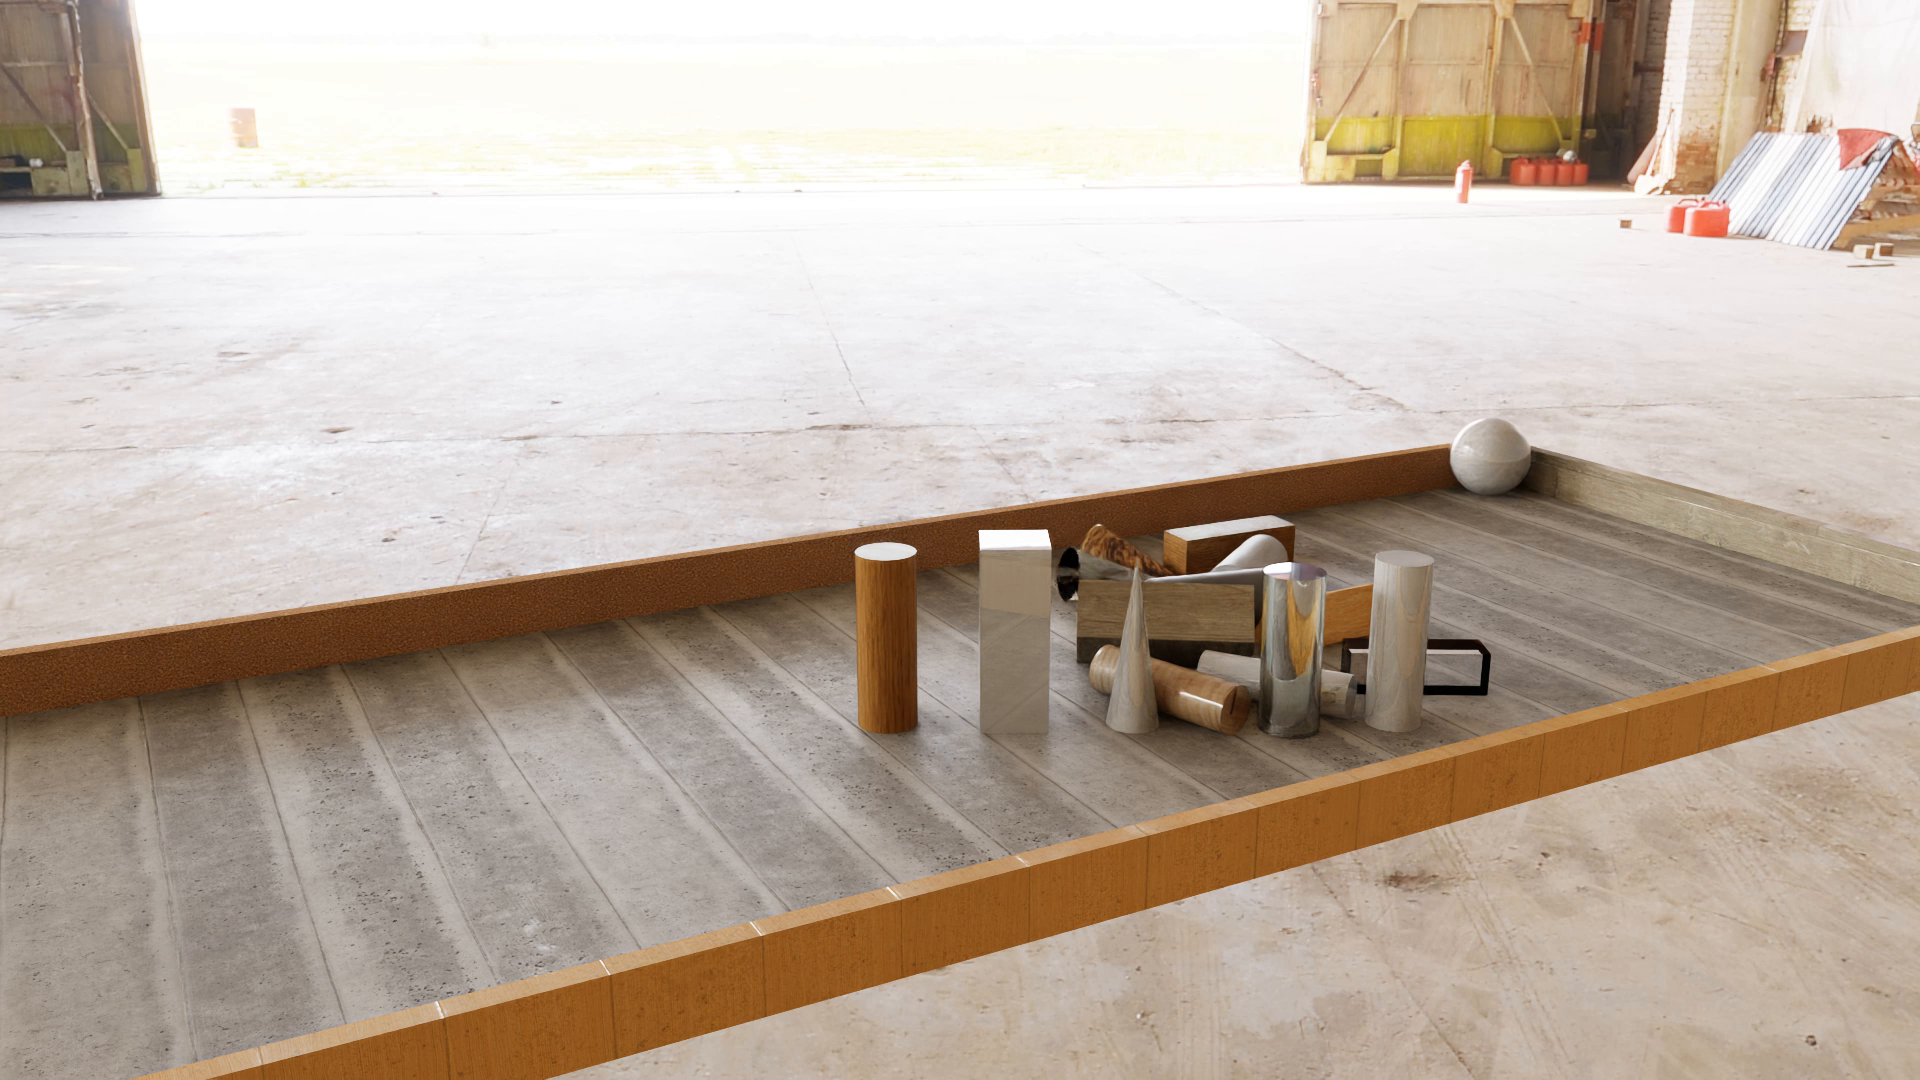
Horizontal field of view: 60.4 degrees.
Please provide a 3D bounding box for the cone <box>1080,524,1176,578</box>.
[{"bbox_3d":[0.543,0.076,4.975,0.344,0.137,0.137,22,25,27],"label":"cone"}]

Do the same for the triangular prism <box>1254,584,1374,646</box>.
[{"bbox_3d":[0.974,0.201,4.446,0.364,0.120,0.139,-9,19,-29],"label":"triangular prism"}]

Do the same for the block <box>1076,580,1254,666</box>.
[{"bbox_3d":[0.523,0.216,4.219,0.442,0.160,0.160,2,-28,5],"label":"block"}]

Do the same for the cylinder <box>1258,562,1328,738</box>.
[{"bbox_3d":[0.766,0.255,3.808,0.142,0.380,0.142,-1,16,0],"label":"cylinder"}]

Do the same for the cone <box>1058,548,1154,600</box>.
[{"bbox_3d":[0.486,0.119,4.814,0.374,0.154,0.154,7,13,-20],"label":"cone"}]

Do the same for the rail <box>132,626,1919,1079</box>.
[{"bbox_3d":[-2.336,1.006,1.665,12.000,0.150,0.050,-9,18,-27],"label":"rail"}]

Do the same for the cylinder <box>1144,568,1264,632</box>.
[{"bbox_3d":[0.680,0.175,4.457,0.351,0.171,0.171,-5,17,-16],"label":"cylinder"}]

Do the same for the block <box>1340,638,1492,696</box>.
[{"bbox_3d":[1.128,0.314,4.095,0.339,0.108,0.108,0,16,1],"label":"block"}]

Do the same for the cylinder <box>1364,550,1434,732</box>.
[{"bbox_3d":[1.021,0.235,3.842,0.131,0.402,0.131,0,16,0],"label":"cylinder"}]

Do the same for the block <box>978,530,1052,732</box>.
[{"bbox_3d":[0.125,0.213,3.845,0.159,0.443,0.159,0,16,-1],"label":"block"}]

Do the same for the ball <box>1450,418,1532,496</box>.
[{"bbox_3d":[1.891,-0.298,5.877,0.276,0.276,0.276,0,16,0],"label":"ball"}]

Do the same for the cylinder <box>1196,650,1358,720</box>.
[{"bbox_3d":[0.762,0.347,3.982,0.367,0.108,0.108,8,18,26],"label":"cylinder"}]

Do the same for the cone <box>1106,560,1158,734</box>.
[{"bbox_3d":[0.406,0.234,3.829,0.124,0.411,0.124,0,16,0],"label":"cone"}]

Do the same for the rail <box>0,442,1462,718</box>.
[{"bbox_3d":[-3.305,0.497,3.399,12.000,0.150,0.050,-9,18,-27],"label":"rail"}]

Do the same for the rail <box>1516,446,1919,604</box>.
[{"bbox_3d":[2.466,-0.048,5.253,0.050,0.150,2.100,-9,18,-27],"label":"rail"}]

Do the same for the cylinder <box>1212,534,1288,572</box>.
[{"bbox_3d":[0.829,0.097,4.762,0.147,0.147,0.337,8,18,25],"label":"cylinder"}]

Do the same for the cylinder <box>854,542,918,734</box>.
[{"bbox_3d":[-0.170,0.228,3.833,0.141,0.421,0.141,0,16,0],"label":"cylinder"}]

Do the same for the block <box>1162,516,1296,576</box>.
[{"bbox_3d":[0.827,0.021,5.061,0.397,0.124,0.124,-8,18,-25],"label":"block"}]

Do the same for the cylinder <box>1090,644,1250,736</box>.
[{"bbox_3d":[0.497,0.354,3.937,0.390,0.120,0.120,15,22,42],"label":"cylinder"}]
